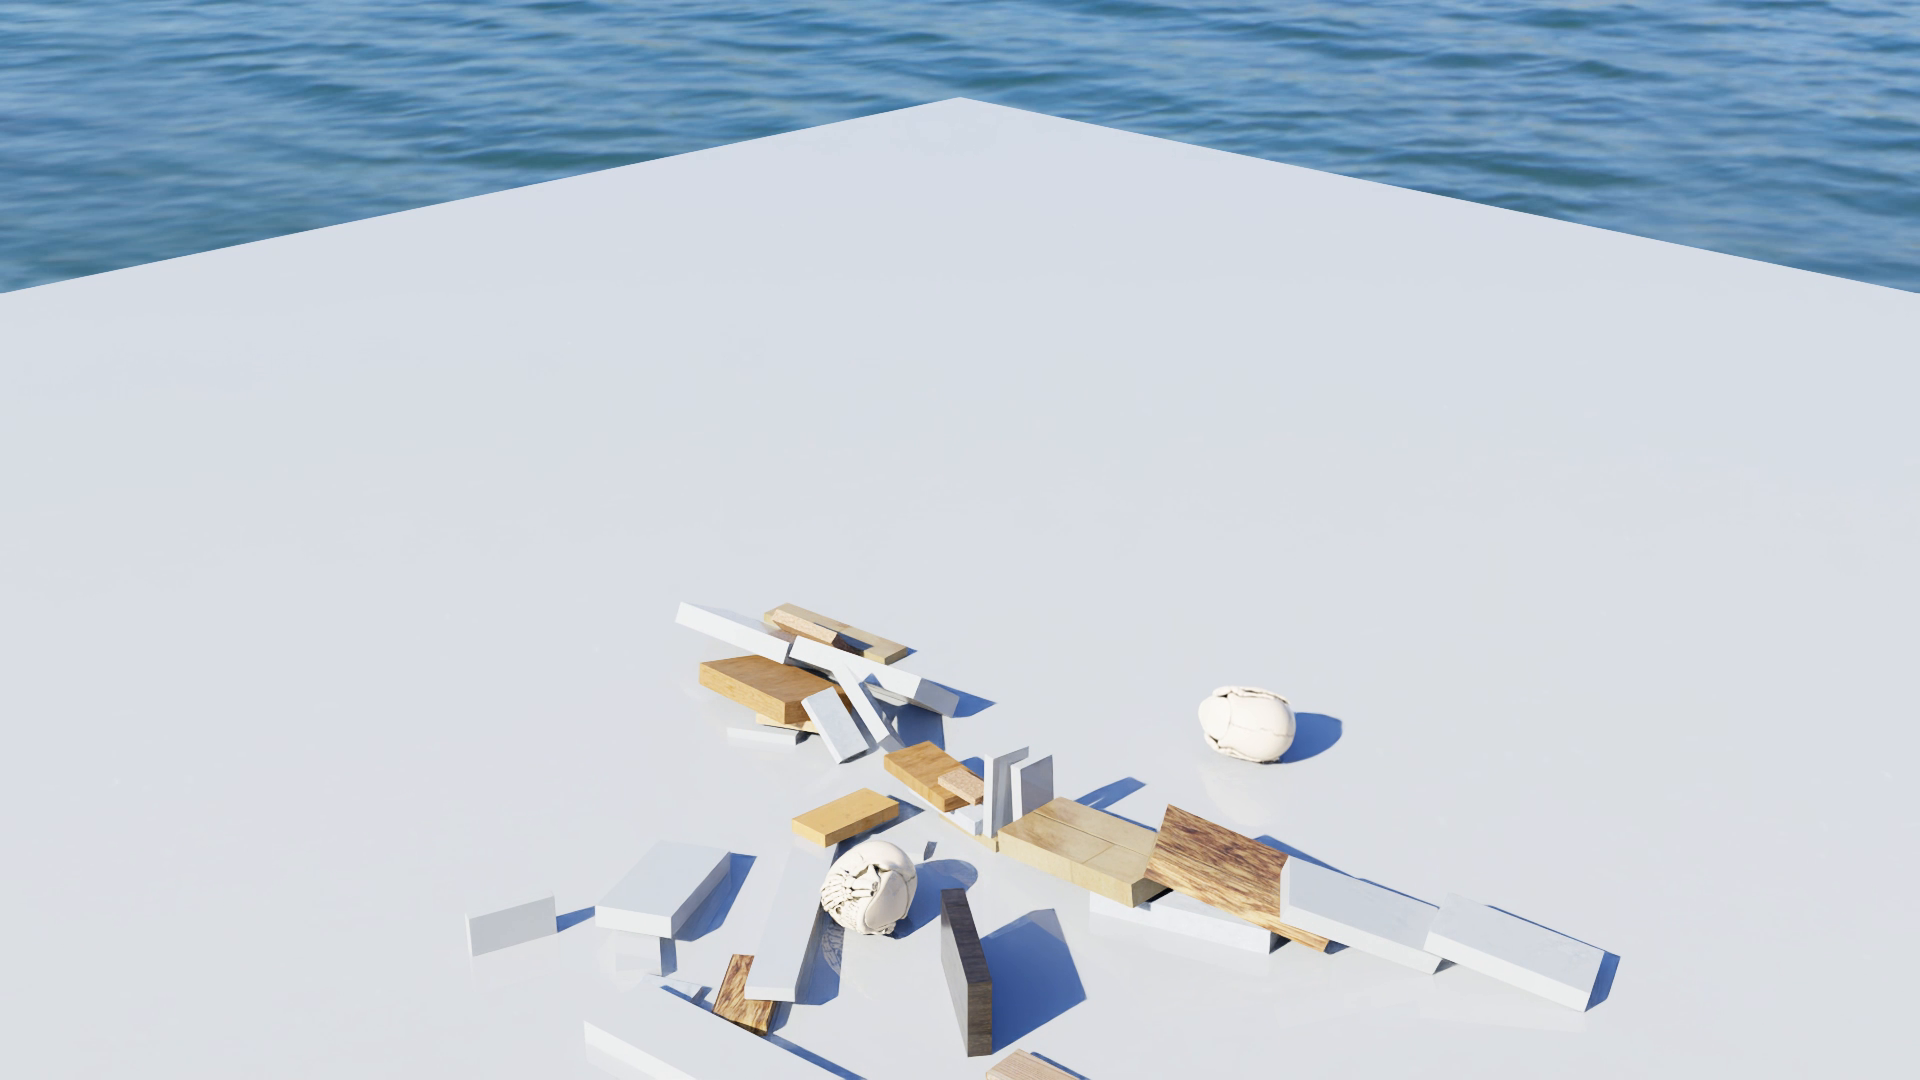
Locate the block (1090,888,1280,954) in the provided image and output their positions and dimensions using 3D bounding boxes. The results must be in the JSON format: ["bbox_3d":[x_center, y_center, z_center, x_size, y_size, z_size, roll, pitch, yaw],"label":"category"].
[{"bbox_3d":[0.438,0.670,4.118,0.349,0.049,0.175,10,25,23],"label":"block"}]

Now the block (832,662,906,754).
[{"bbox_3d":[-0.188,0.367,4.670,0.031,0.111,0.221,-38,52,2],"label":"block"}]

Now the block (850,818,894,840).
[{"bbox_3d":[-0.189,0.562,4.415,0.057,0.016,0.114,20,30,39],"label":"block"}]

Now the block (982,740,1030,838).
[{"bbox_3d":[0.090,0.490,4.312,0.090,0.179,0.025,-16,29,-34],"label":"block"}]

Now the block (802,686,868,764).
[{"bbox_3d":[-0.266,0.394,4.678,0.077,0.022,0.155,-21,73,-40],"label":"block"}]

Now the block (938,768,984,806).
[{"bbox_3d":[0.015,0.489,4.361,0.057,0.016,0.114,-18,29,-36],"label":"block"}]

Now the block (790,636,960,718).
[{"bbox_3d":[-0.190,0.302,4.865,0.347,0.049,0.174,16,-9,33],"label":"block"}]

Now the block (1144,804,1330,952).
[{"bbox_3d":[0.521,0.619,4.038,0.349,0.049,0.175,23,30,4],"label":"block"}]

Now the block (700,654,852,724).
[{"bbox_3d":[-0.410,0.326,4.847,0.174,0.049,0.347,-7,16,-37],"label":"block"}]

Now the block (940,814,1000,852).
[{"bbox_3d":[0.049,0.564,4.399,0.090,0.025,0.179,-18,29,-35],"label":"block"}]

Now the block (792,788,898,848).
[{"bbox_3d":[-0.227,0.551,4.372,0.099,0.028,0.198,19,27,42],"label":"block"}]

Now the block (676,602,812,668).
[{"bbox_3d":[-0.472,0.222,5.081,0.347,0.049,0.174,18,2,36],"label":"block"}]

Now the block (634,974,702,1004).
[{"bbox_3d":[-0.514,0.795,3.868,0.110,0.016,0.055,8,24,19],"label":"block"}]

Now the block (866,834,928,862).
[{"bbox_3d":[-0.123,0.604,4.317,0.114,0.016,0.057,4,23,9],"label":"block"}]

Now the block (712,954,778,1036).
[{"bbox_3d":[-0.369,0.795,3.851,0.099,0.028,0.198,2,23,6],"label":"block"}]

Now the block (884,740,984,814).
[{"bbox_3d":[-0.048,0.478,4.449,0.111,0.031,0.221,-15,27,-31],"label":"block"}]

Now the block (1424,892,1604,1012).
[{"bbox_3d":[0.987,0.732,3.919,0.291,0.041,0.145,20,28,18],"label":"block"}]

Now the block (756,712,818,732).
[{"bbox_3d":[-0.354,0.386,4.752,0.155,0.022,0.077,7,13,18],"label":"block"}]

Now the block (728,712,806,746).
[{"bbox_3d":[-0.418,0.409,4.770,0.155,0.022,0.077,6,24,14],"label":"block"}]

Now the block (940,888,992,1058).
[{"bbox_3d":[0.010,0.746,3.814,0.042,0.148,0.295,-4,23,-8],"label":"block"}]

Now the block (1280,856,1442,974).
[{"bbox_3d":[0.723,0.677,3.976,0.291,0.041,0.145,20,30,-2],"label":"block"}]

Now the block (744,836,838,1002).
[{"bbox_3d":[-0.305,0.689,4.057,0.086,0.024,0.568,2,19,4],"label":"block"}]

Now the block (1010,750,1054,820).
[{"bbox_3d":[0.144,0.513,4.321,0.090,0.179,0.025,-20,26,-39],"label":"block"}]

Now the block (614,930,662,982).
[{"bbox_3d":[-0.584,0.742,3.982,0.081,0.023,0.161,-4,23,-8],"label":"block"}]

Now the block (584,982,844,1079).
[{"bbox_3d":[-0.399,0.871,3.655,0.492,0.042,0.148,17,28,34],"label":"block"}]

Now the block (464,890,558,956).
[{"bbox_3d":[-0.818,0.699,4.010,0.161,0.081,0.023,-12,26,-26],"label":"block"}]

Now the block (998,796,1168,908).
[{"bbox_3d":[0.257,0.590,4.187,0.175,0.049,0.349,-23,26,-38],"label":"block"}]

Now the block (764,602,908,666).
[{"bbox_3d":[-0.297,0.222,5.208,0.387,0.023,0.081,18,29,36],"label":"block"}]

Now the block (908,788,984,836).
[{"bbox_3d":[0.006,0.520,4.429,0.111,0.031,0.221,-16,28,-34],"label":"block"}]

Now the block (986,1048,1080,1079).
[{"bbox_3d":[0.136,0.899,3.612,0.173,0.024,0.086,19,29,37],"label":"block"}]

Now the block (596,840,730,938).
[{"bbox_3d":[-0.555,0.652,4.133,0.148,0.042,0.295,6,18,14],"label":"block"}]

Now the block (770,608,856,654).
[{"bbox_3d":[-0.340,0.224,5.114,0.198,0.099,0.028,19,70,38],"label":"block"}]
